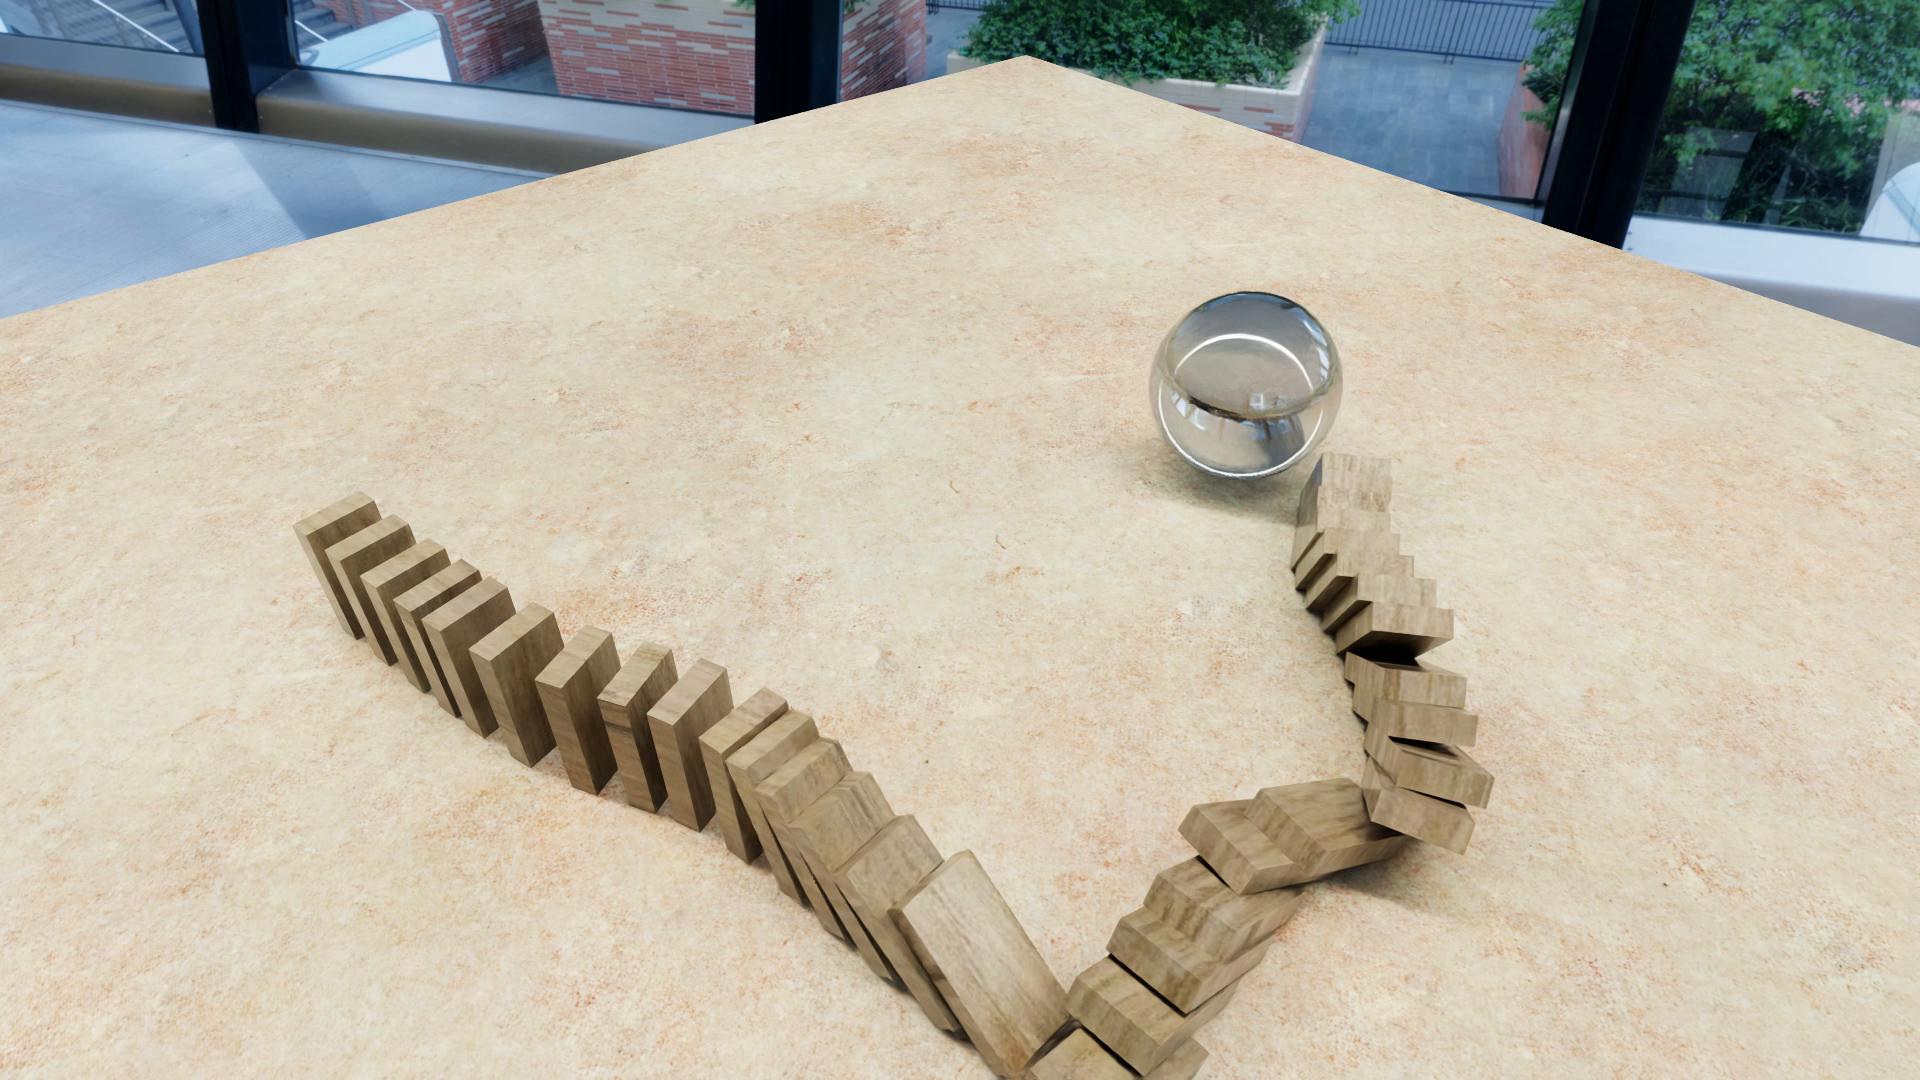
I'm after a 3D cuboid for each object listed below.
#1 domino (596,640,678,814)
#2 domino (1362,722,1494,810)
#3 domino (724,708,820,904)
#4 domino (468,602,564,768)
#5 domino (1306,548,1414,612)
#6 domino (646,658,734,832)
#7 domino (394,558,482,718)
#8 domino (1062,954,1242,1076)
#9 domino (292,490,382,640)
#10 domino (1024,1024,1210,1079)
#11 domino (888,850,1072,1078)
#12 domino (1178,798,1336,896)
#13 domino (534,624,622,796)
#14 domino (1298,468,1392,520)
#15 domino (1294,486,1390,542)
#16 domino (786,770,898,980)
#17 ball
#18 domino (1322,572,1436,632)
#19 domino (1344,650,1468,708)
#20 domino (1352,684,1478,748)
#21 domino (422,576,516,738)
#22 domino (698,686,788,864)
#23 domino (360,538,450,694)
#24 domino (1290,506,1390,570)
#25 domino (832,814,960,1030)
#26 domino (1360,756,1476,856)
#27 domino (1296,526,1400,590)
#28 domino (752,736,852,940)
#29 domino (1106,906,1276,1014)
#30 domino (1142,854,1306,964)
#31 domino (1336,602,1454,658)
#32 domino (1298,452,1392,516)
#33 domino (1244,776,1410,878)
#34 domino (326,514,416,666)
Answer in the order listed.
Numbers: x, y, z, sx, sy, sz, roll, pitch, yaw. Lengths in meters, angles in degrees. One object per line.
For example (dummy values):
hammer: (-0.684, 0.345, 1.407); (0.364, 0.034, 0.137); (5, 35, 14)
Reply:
domino: (-0.096, 0.058, 0.340); (0.009, 0.050, 0.025); (13, 41, 15)
domino: (0.142, 0.068, 0.337); (0.025, 0.010, 0.050); (14, 5, 9)
domino: (-0.047, 0.077, 0.317); (0.010, 0.050, 0.025); (11, 36, 43)
domino: (-0.138, 0.047, 0.354); (0.009, 0.050, 0.025); (21, 44, 24)
domino: (0.142, 0.016, 0.395); (0.025, 0.050, 0.010); (6, 74, 7)
domino: (-0.079, 0.063, 0.335); (0.009, 0.050, 0.025); (18, 43, 21)
domino: (-0.169, 0.034, 0.370); (0.010, 0.050, 0.025); (25, 45, 27)
domino: (0.051, 0.116, 0.283); (0.025, 0.009, 0.050); (31, 18, 32)
domino: (-0.219, 0.010, 0.400); (0.009, 0.050, 0.025); (26, 46, 28)
domino: (0.038, 0.129, 0.266); (0.025, 0.010, 0.050); (36, 23, 29)
domino: (0.006, 0.110, 0.287); (0.025, 0.010, 0.050); (-32, 87, -33)
domino: (0.088, 0.087, 0.318); (0.050, 0.010, 0.025); (8, 27, -43)
domino: (-0.116, 0.054, 0.346); (0.010, 0.050, 0.025); (14, 41, 16)
domino: (0.150, -0.013, 0.430); (0.025, 0.050, 0.010); (8, 74, 9)
domino: (0.145, -0.006, 0.422); (0.025, 0.050, 0.009); (8, 74, 9)
domino: (-0.024, 0.092, 0.303); (0.025, 0.050, 0.009); (-36, 14, -36)
ball: (0.121, -0.065, 0.468); (0.080, 0.080, 0.080); (0, 39, 0)
domino: (0.146, 0.024, 0.385); (0.025, 0.050, 0.010); (6, 74, 7)
domino: (0.146, 0.046, 0.365); (0.025, 0.009, 0.050); (6, 1, 7)
domino: (0.145, 0.055, 0.353); (0.025, 0.009, 0.050); (7, 1, 8)
domino: (-0.157, 0.039, 0.364); (0.010, 0.050, 0.025); (24, 45, 26)
domino: (-0.060, 0.070, 0.325); (0.010, 0.050, 0.025); (25, 46, 31)
domino: (-0.184, 0.027, 0.379); (0.010, 0.050, 0.025); (25, 46, 28)
domino: (0.142, 0.001, 0.413); (0.025, 0.050, 0.010); (6, 74, 8)
domino: (-0.010, 0.102, 0.295); (0.025, 0.010, 0.050); (-36, 93, -36)
domino: (0.134, 0.077, 0.326); (0.025, 0.009, 0.050); (19, 6, 16)
domino: (0.141, 0.008, 0.404); (0.025, 0.050, 0.009); (6, 74, 7)
domino: (-0.036, 0.084, 0.310); (0.009, 0.050, 0.025); (0, 28, 48)
domino: (0.062, 0.107, 0.293); (0.025, 0.010, 0.050); (31, 15, 33)
domino: (0.074, 0.098, 0.302); (0.025, 0.009, 0.050); (31, 15, 33)
domino: (0.147, 0.032, 0.376); (0.025, 0.050, 0.009); (6, 76, 7)
domino: (0.153, -0.020, 0.439); (0.025, 0.050, 0.009); (8, 74, 9)
domino: (0.109, 0.083, 0.323); (0.050, 0.009, 0.025); (6, 28, -42)
domino: (-0.201, 0.018, 0.389); (0.010, 0.050, 0.025); (26, 46, 28)
